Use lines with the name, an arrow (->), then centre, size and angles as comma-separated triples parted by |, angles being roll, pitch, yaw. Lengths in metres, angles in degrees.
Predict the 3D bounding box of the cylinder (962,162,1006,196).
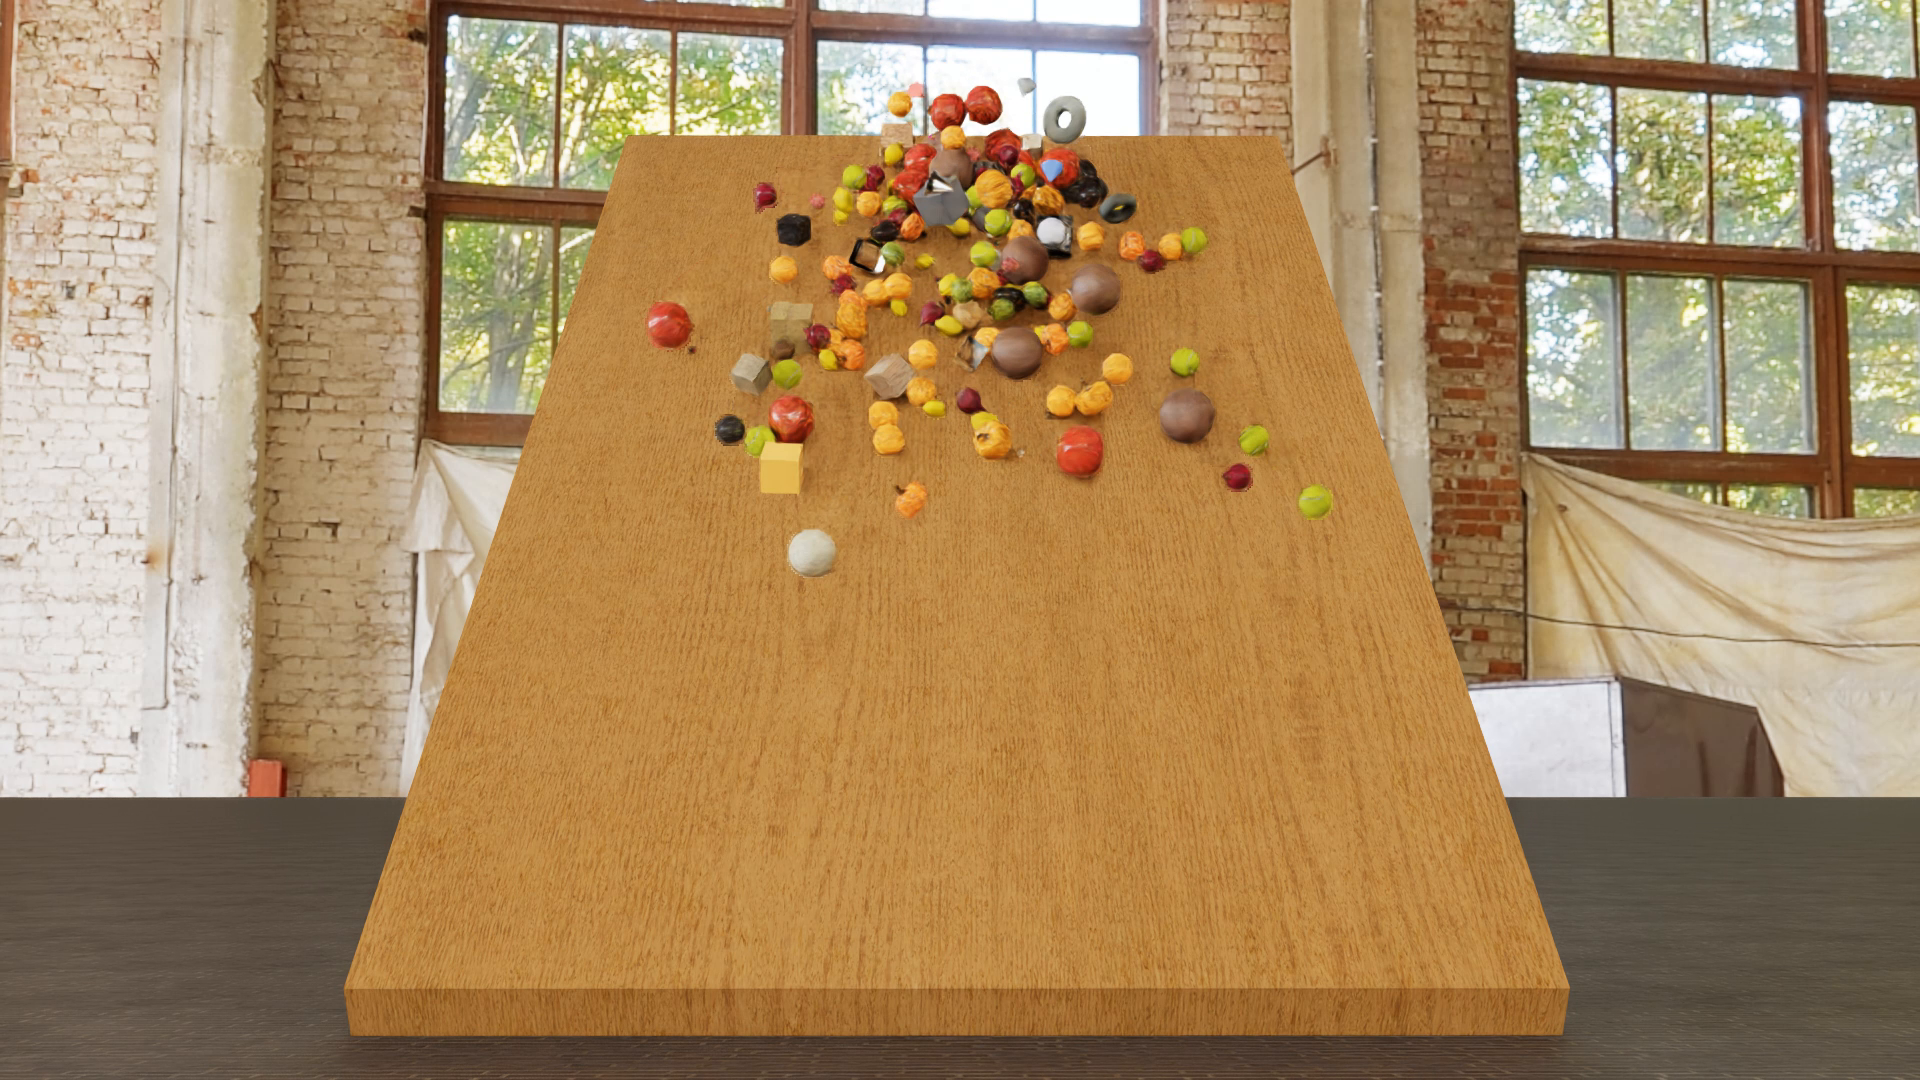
cylinder -> 0.067, -1.035, 6.893 | 0.092, 0.092, 0.092 | 9, 0, 33

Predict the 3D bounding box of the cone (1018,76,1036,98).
cone -> 0.189, -1.318, 7.082 | 0.059, 0.059, 0.059 | 12, -33, 8

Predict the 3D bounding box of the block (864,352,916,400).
block -> -0.166, -0.393, 5.781 | 0.075, 0.075, 0.075 | 51, -27, -20

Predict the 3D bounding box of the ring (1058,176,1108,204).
ring -> 0.357, -1.011, 6.952 | 0.143, 0.048, 0.143 | 1, 29, 0

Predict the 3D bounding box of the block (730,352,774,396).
block -> -0.491, -0.390, 5.686 | 0.065, 0.065, 0.065 | 20, -26, 24

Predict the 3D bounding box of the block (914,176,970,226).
block -> -0.050, -0.908, 6.466 | 0.094, 0.094, 0.094 | 3, -48, 38

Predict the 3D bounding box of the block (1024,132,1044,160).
block -> 0.213, -1.138, 6.967 | 0.052, 0.052, 0.052 | -5, -28, 8

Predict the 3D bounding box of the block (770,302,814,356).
block -> -0.421, -0.530, 6.047 | 0.099, 0.099, 0.099 | 1, 30, 2

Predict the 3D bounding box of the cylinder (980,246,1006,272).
cylinder -> 0.087, -0.759, 6.493 | 0.050, 0.050, 0.050 | 7, 31, -49

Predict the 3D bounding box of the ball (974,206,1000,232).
ball -> 0.071, -0.869, 6.531 | 0.070, 0.070, 0.070 | 0, -6, 0

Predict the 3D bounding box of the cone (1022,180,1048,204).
cone -> 0.205, -1.011, 6.891 | 0.072, 0.072, 0.072 | 31, -16, -17

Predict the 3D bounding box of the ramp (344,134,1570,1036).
ramp -> -0.013, -0.213, 5.692 | 2.000, 0.100, 4.000 | 0, 30, 0

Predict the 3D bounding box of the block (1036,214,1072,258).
block -> 0.256, -0.824, 6.536 | 0.094, 0.094, 0.094 | 3, -4, 3

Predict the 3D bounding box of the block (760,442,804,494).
block -> -0.399, -0.161, 5.411 | 0.085, 0.085, 0.085 | 2, 30, 3

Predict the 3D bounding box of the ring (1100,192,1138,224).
ring -> 0.419, -0.877, 6.370 | 0.104, 0.035, 0.104 | -14, -30, -8

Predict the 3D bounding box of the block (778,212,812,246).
block -> -0.458, -0.857, 6.655 | 0.066, 0.066, 0.066 | 15, 33, 25

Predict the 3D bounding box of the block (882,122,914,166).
block -> -0.184, -1.173, 7.149 | 0.092, 0.092, 0.092 | -1, -27, 1

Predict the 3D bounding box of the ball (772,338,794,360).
ball -> -0.439, -0.473, 5.992 | 0.055, 0.055, 0.055 | 0, -6, 0

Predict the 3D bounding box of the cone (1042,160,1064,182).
cone -> 0.243, -0.971, 6.415 | 0.060, 0.060, 0.060 | 4, -37, 3

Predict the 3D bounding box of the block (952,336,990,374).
block -> 0.025, -0.454, 5.905 | 0.061, 0.061, 0.061 | 34, -13, -4

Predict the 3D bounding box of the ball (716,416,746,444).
ball -> -0.532, -0.256, 5.597 | 0.066, 0.066, 0.066 | 0, -6, 0

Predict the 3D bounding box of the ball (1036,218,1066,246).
ball -> 0.229, -0.773, 6.050 | 0.073, 0.073, 0.073 | 0, -6, 0

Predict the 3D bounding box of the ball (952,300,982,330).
ball -> 0.018, -0.575, 6.149 | 0.077, 0.077, 0.077 | 0, -6, 0

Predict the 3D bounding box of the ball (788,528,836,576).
ball -> -0.310, 0.026, 5.067 | 0.100, 0.100, 0.100 | 0, -6, 0

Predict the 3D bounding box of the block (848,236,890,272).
block -> -0.241, -0.763, 6.449 | 0.072, 0.072, 0.072 | 27, 16, 15
